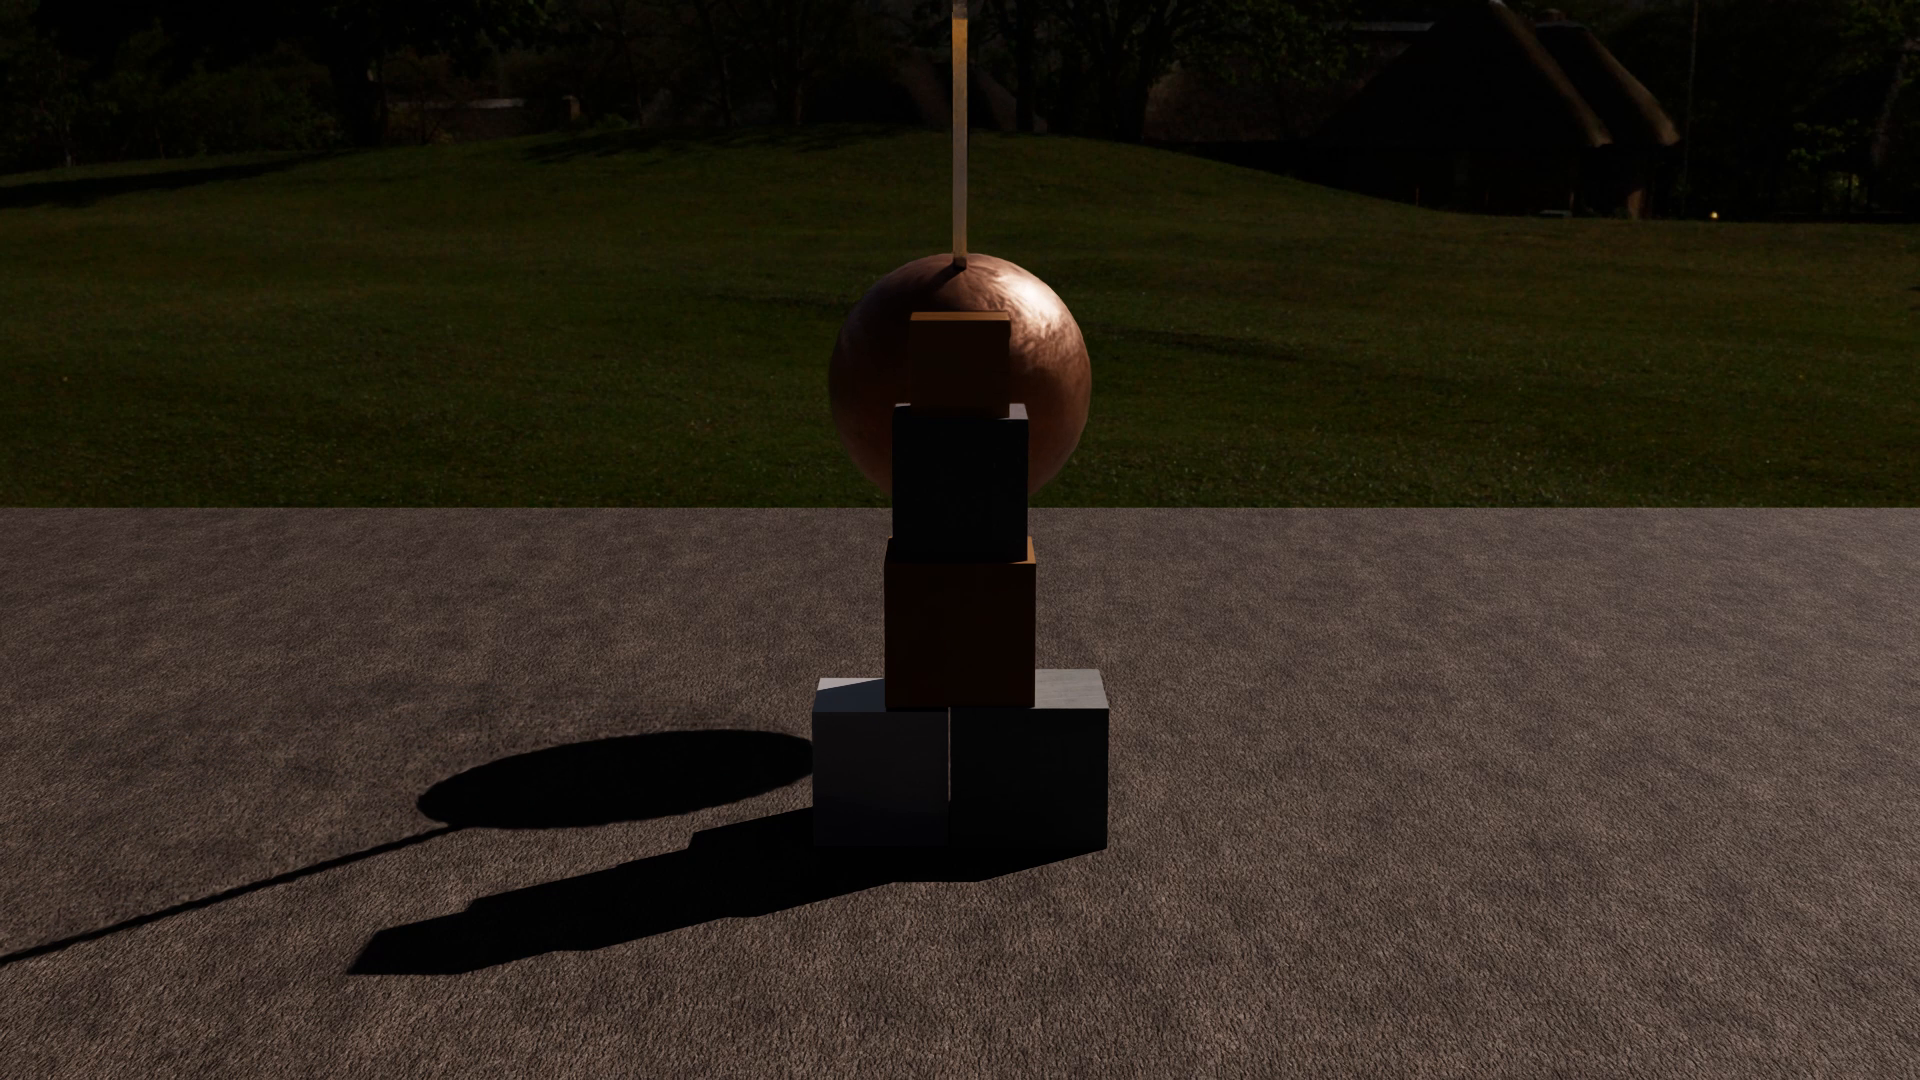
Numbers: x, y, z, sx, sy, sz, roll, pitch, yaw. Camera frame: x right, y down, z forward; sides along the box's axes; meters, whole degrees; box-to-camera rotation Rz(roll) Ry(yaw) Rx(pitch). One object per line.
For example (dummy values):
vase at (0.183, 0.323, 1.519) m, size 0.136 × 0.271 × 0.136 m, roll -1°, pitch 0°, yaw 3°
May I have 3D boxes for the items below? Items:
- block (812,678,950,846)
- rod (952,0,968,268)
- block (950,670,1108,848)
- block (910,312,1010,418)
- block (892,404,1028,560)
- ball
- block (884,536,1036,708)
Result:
block at (-0.399, 1.137, 11.369) m, size 0.681 × 0.695 × 0.705 m, roll 0°, pitch 10°, yaw 0°
rod at (0.000, -3.798, 11.501) m, size 0.080 × 5.200 × 0.080 m, roll 0°, pitch 33°, yaw 0°
block at (0.346, 1.119, 11.380) m, size 0.787 × 0.726 × 0.820 m, roll 0°, pitch 10°, yaw 0°
block at (0.000, -0.882, 11.012) m, size 0.486 × 0.478 × 0.528 m, roll 0°, pitch 10°, yaw 0°
block at (0.000, -0.303, 11.136) m, size 0.667 × 0.705 × 0.664 m, roll 0°, pitch 10°, yaw 0°
ball at (0.000, -0.940, 13.342) m, size 1.600 × 1.600 × 1.600 m, roll 0°, pitch 10°, yaw 0°
block at (0.000, 0.407, 11.237) m, size 0.746 × 0.728 × 0.746 m, roll 0°, pitch 10°, yaw 0°
